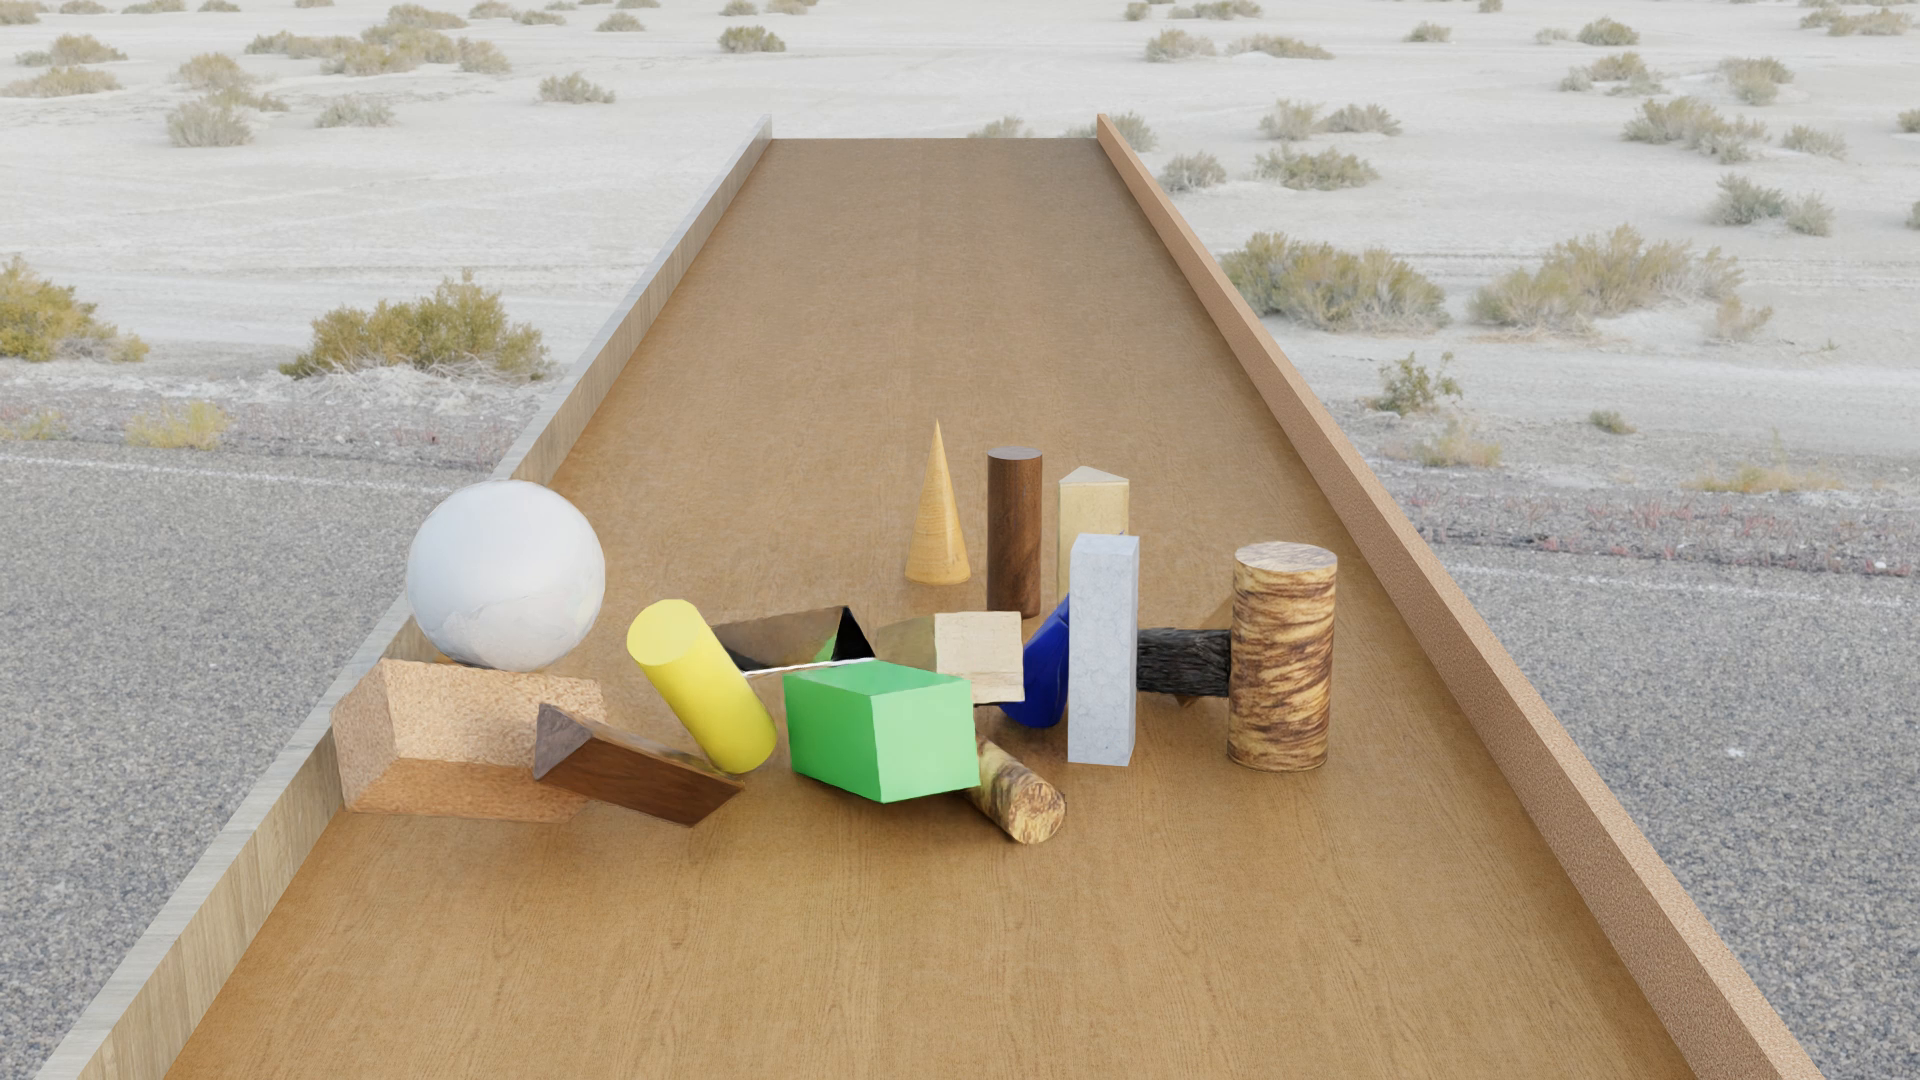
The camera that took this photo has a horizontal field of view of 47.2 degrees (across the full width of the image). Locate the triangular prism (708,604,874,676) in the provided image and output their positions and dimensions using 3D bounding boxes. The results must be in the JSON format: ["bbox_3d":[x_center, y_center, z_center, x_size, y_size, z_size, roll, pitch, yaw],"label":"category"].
[{"bbox_3d":[-0.330,0.184,3.886,0.369,0.100,0.115,-10,-3,39],"label":"triangular prism"}]

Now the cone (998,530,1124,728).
[{"bbox_3d":[0.207,0.139,3.978,0.143,0.431,0.143,18,34,-13],"label":"cone"}]

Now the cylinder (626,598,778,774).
[{"bbox_3d":[-0.435,0.253,3.747,0.130,0.358,0.130,-10,52,13],"label":"cylinder"}]

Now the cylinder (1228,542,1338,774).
[{"bbox_3d":[0.567,0.207,3.880,0.178,0.371,0.178,0,17,0],"label":"cylinder"}]

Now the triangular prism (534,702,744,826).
[{"bbox_3d":[-0.517,0.342,3.469,0.414,0.118,0.102,32,25,-58],"label":"triangular prism"}]

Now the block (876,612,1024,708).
[{"bbox_3d":[-0.023,0.222,3.962,0.156,0.156,0.371,-1,-6,-18],"label":"block"}]

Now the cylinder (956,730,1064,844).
[{"bbox_3d":[0.048,0.400,3.701,0.104,0.104,0.340,-8,18,-25],"label":"cylinder"}]

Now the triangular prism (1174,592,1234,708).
[{"bbox_3d":[0.513,0.157,4.112,0.086,0.357,0.099,45,30,9],"label":"triangular prism"}]

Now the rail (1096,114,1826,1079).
[{"bbox_3d":[0.932,-0.844,7.801,0.050,0.150,12.000,0,17,-1],"label":"rail"}]

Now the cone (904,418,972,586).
[{"bbox_3d":[-0.050,-0.095,4.908,0.152,0.365,0.152,0,17,0],"label":"cone"}]

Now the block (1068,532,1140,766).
[{"bbox_3d":[0.253,0.193,3.881,0.107,0.393,0.107,3,18,11],"label":"block"}]

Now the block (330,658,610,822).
[{"bbox_3d":[-0.771,0.324,3.509,0.396,0.172,0.172,10,51,-42],"label":"block"}]

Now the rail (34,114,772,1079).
[{"bbox_3d":[-1.118,-0.838,7.780,0.050,0.150,12.000,0,17,-1],"label":"rail"}]

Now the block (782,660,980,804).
[{"bbox_3d":[-0.140,0.315,3.703,0.172,0.172,0.418,-8,5,-24],"label":"block"}]

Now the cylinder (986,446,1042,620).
[{"bbox_3d":[0.115,-0.015,4.662,0.116,0.351,0.116,0,17,0],"label":"cylinder"}]

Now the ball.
[{"bbox_3d":[-0.736,0.060,3.569,0.319,0.319,0.319,0,17,0],"label":"ball"}]

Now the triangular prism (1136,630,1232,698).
[{"bbox_3d":[0.385,0.206,4.089,0.111,0.128,0.341,26,-12,-23],"label":"triangular prism"}]

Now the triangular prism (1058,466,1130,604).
[{"bbox_3d":[0.254,0.051,4.390,0.139,0.380,0.120,-2,17,-7],"label":"triangular prism"}]
